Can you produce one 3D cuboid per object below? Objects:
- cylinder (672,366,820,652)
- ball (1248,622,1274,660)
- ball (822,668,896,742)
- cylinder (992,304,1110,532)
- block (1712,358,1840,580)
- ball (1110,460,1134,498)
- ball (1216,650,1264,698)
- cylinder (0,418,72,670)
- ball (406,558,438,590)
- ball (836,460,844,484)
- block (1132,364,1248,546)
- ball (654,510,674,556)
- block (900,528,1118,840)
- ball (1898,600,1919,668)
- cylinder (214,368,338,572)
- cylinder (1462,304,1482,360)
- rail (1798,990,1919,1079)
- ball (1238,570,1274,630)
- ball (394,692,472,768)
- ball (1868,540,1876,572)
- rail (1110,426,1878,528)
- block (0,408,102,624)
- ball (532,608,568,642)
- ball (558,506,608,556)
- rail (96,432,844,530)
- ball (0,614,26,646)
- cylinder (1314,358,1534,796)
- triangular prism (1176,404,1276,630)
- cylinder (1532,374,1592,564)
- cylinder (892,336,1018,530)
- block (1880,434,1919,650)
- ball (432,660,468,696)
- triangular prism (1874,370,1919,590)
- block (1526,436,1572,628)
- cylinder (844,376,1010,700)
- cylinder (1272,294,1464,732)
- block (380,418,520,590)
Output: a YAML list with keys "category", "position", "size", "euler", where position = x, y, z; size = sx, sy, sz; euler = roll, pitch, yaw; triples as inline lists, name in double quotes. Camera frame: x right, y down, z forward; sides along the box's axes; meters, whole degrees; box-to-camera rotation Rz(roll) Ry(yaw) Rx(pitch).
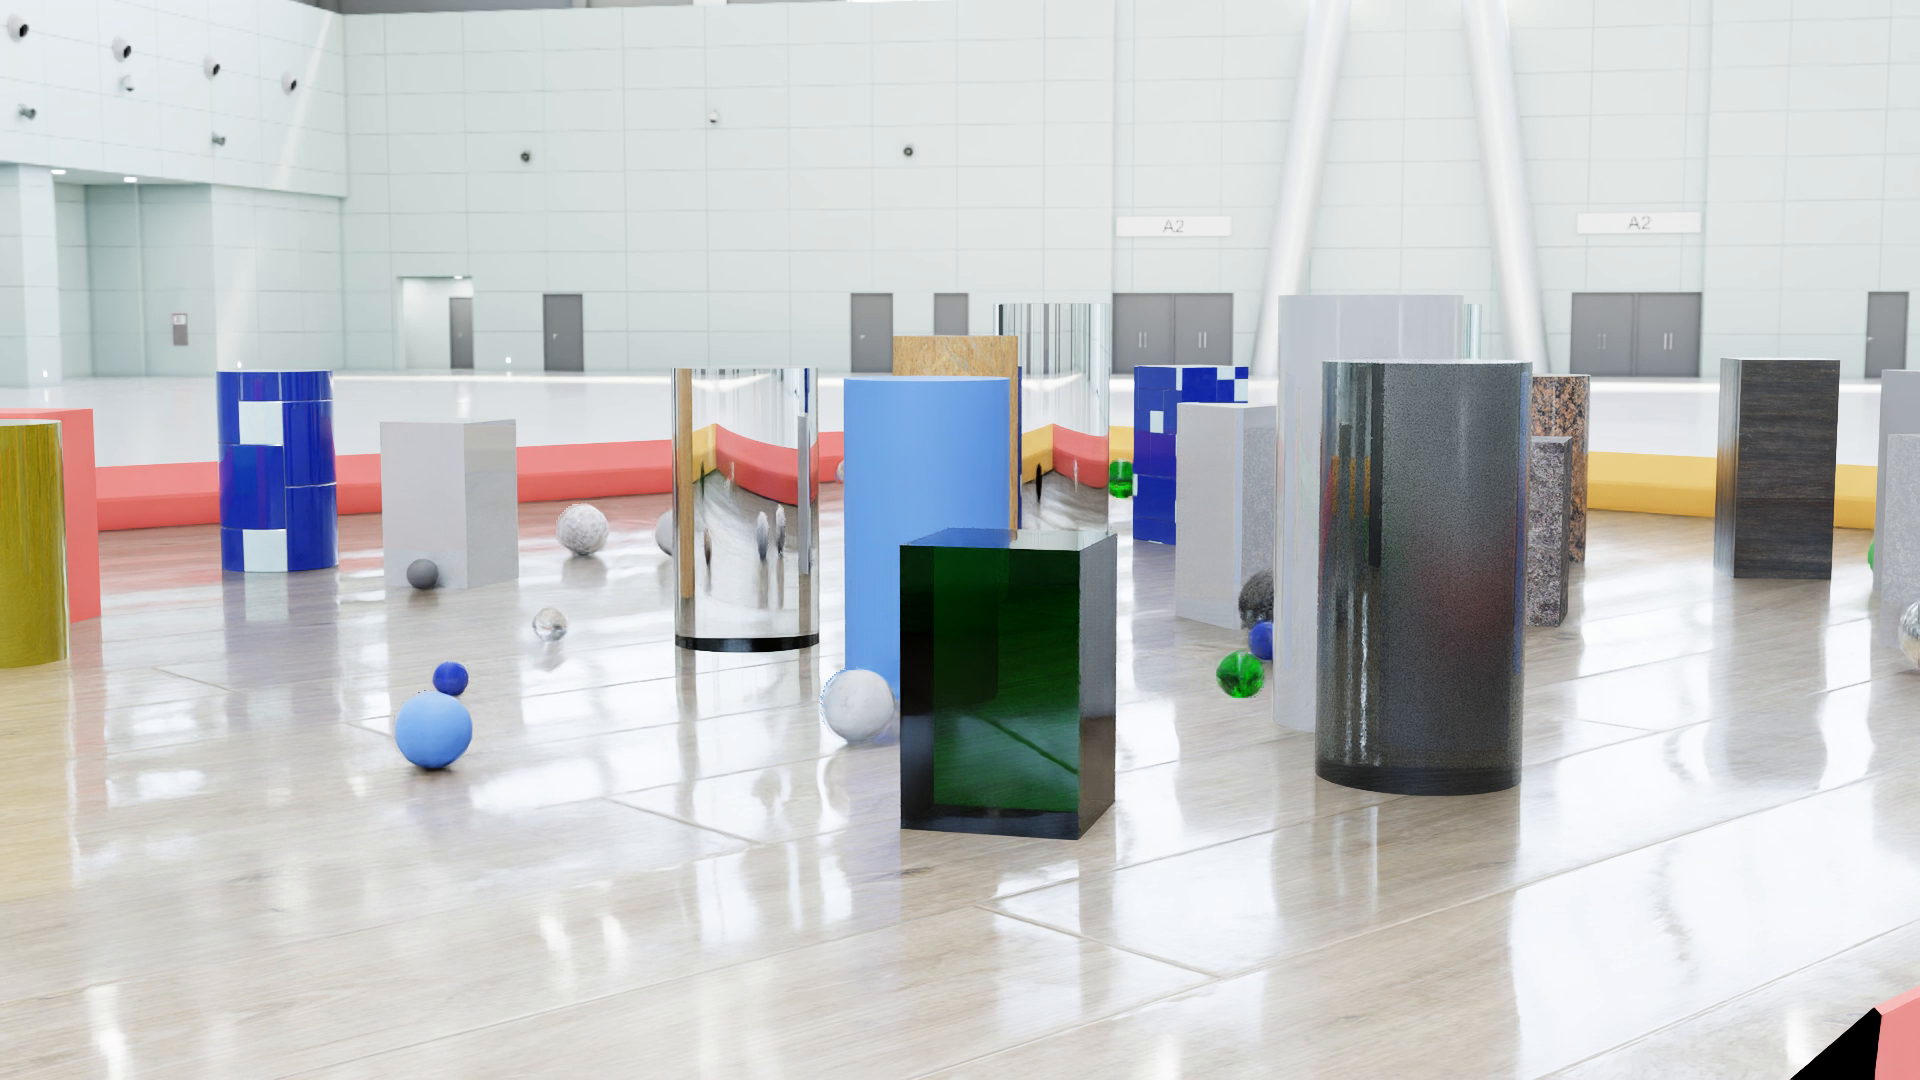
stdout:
- category: "cylinder"
  position: [-0.286, -0.046, 2.941]
  size: [0.196, 0.368, 0.196]
  euler: [0, 6, 0]
- category: "ball"
  position: [0.391, 0.128, 2.799]
  size: [0.050, 0.050, 0.050]
  euler: [0, 6, 0]
- category: "ball"
  position: [-0.104, 0.171, 2.271]
  size: [0.076, 0.076, 0.076]
  euler: [0, 6, 0]
- category: "cylinder"
  position: [0.152, -0.167, 3.679]
  size: [0.196, 0.455, 0.196]
  euler: [0, 6, 0]
- category: "block"
  position: [1.374, -0.124, 3.708]
  size: [0.156, 0.363, 0.156]
  euler: [1, 6, 7]
- category: "ball"
  position: [0.383, -0.143, 5.208]
  size: [0.090, 0.090, 0.090]
  euler: [0, 6, 0]
- category: "ball"
  position: [0.322, 0.155, 2.526]
  size: [0.055, 0.055, 0.055]
  euler: [0, 6, 0]
- category: "cylinder"
  position: [-1.243, 0.002, 2.801]
  size: [0.196, 0.302, 0.196]
  euler: [0, 6, 0]
- category: "ball"
  position: [-0.858, 0.054, 3.513]
  size: [0.050, 0.050, 0.050]
  euler: [0, 6, 0]
- category: "ball"
  position: [-0.280, -0.172, 5.592]
  size: [0.068, 0.068, 0.068]
  euler: [0, 6, 0]
- category: "block"
  position: [0.444, -0.167, 4.243]
  size: [0.156, 0.337, 0.156]
  euler: [-3, 7, -30]
- category: "ball"
  position: [-0.506, -0.012, 3.961]
  size: [0.088, 0.088, 0.088]
  euler: [0, 6, 0]
- category: "block"
  position: [0.045, 0.121, 1.934]
  size: [0.156, 0.246, 0.156]
  euler: [2, 6, 16]
- category: "ball"
  position: [1.205, 0.115, 2.698]
  size: [0.098, 0.098, 0.098]
  euler: [0, 6, 0]
- category: "cylinder"
  position: [-1.186, -0.124, 3.820]
  size: [0.196, 0.340, 0.196]
  euler: [0, 6, 0]
- category: "cylinder"
  position: [0.955, -0.250, 4.470]
  size: [0.196, 0.456, 0.196]
  euler: [0, 6, 0]
- category: "rail"
  position: [1.342, 0.184, 1.885]
  size: [4.290, 0.127, 0.045]
  euler: [-5, 8, -42]
- category: "ball"
  position: [0.424, 0.087, 2.984]
  size: [0.094, 0.094, 0.094]
  euler: [0, 6, 0]
- category: "ball"
  position: [-0.512, 0.185, 2.141]
  size: [0.074, 0.074, 0.074]
  euler: [0, 6, 0]
- category: "ball"
  position: [1.527, 0.028, 3.583]
  size: [0.088, 0.088, 0.088]
  euler: [0, 6, 0]
- category: "rail"
  position: [1.559, -0.117, 4.763]
  size: [0.045, 0.127, 4.006]
  euler: [-5, 8, -42]
- category: "block"
  position: [-1.342, -0.033, 3.130]
  size: [0.156, 0.302, 0.156]
  euler: [1, 6, 7]
- category: "ball"
  position: [-0.551, 0.114, 2.959]
  size: [0.046, 0.046, 0.046]
  euler: [0, 6, 0]
- category: "ball"
  position: [-0.684, -0.018, 3.997]
  size: [0.091, 0.091, 0.091]
  euler: [0, 6, 0]
- category: "rail"
  position: [-1.342, -0.118, 4.779]
  size: [4.290, 0.127, 0.045]
  euler: [-5, 8, -42]
- category: "ball"
  position: [-1.267, 0.119, 2.929]
  size: [0.041, 0.041, 0.041]
  euler: [0, 6, 0]
- category: "cylinder"
  position: [0.440, 0.028, 2.097]
  size: [0.196, 0.396, 0.196]
  euler: [0, 6, 0]
- category: "triangular prism"
  position: [0.377, -0.040, 3.163]
  size: [0.147, 0.310, 0.169]
  euler: [4, 7, 36]
- category: "cylinder"
  position: [1.026, -0.131, 3.945]
  size: [0.196, 0.329, 0.196]
  euler: [0, 6, 0]
- category: "cylinder"
  position: [-0.008, -0.116, 3.434]
  size: [0.196, 0.404, 0.196]
  euler: [0, 6, 0]
- category: "block"
  position: [1.320, 0.006, 2.862]
  size: [0.156, 0.281, 0.156]
  euler: [-1, 6, -12]
- category: "ball"
  position: [-0.588, 0.160, 2.539]
  size: [0.041, 0.041, 0.041]
  euler: [0, 6, 0]
- category: "triangular prism"
  position: [1.505, -0.089, 3.440]
  size: [0.169, 0.350, 0.147]
  euler: [-5, 8, -38]
- category: "block"
  position: [0.795, -0.017, 3.179]
  size: [0.156, 0.260, 0.156]
  euler: [2, 6, 20]
- category: "cylinder"
  position: [-0.039, -0.008, 2.596]
  size: [0.196, 0.364, 0.196]
  euler: [0, 6, 0]
- category: "cylinder"
  position: [0.438, -0.033, 2.372]
  size: [0.196, 0.460, 0.196]
  euler: [0, 6, 0]
- category: "block"
  position: [-0.834, -0.064, 3.602]
  size: [0.156, 0.265, 0.156]
  euler: [2, 6, 20]
